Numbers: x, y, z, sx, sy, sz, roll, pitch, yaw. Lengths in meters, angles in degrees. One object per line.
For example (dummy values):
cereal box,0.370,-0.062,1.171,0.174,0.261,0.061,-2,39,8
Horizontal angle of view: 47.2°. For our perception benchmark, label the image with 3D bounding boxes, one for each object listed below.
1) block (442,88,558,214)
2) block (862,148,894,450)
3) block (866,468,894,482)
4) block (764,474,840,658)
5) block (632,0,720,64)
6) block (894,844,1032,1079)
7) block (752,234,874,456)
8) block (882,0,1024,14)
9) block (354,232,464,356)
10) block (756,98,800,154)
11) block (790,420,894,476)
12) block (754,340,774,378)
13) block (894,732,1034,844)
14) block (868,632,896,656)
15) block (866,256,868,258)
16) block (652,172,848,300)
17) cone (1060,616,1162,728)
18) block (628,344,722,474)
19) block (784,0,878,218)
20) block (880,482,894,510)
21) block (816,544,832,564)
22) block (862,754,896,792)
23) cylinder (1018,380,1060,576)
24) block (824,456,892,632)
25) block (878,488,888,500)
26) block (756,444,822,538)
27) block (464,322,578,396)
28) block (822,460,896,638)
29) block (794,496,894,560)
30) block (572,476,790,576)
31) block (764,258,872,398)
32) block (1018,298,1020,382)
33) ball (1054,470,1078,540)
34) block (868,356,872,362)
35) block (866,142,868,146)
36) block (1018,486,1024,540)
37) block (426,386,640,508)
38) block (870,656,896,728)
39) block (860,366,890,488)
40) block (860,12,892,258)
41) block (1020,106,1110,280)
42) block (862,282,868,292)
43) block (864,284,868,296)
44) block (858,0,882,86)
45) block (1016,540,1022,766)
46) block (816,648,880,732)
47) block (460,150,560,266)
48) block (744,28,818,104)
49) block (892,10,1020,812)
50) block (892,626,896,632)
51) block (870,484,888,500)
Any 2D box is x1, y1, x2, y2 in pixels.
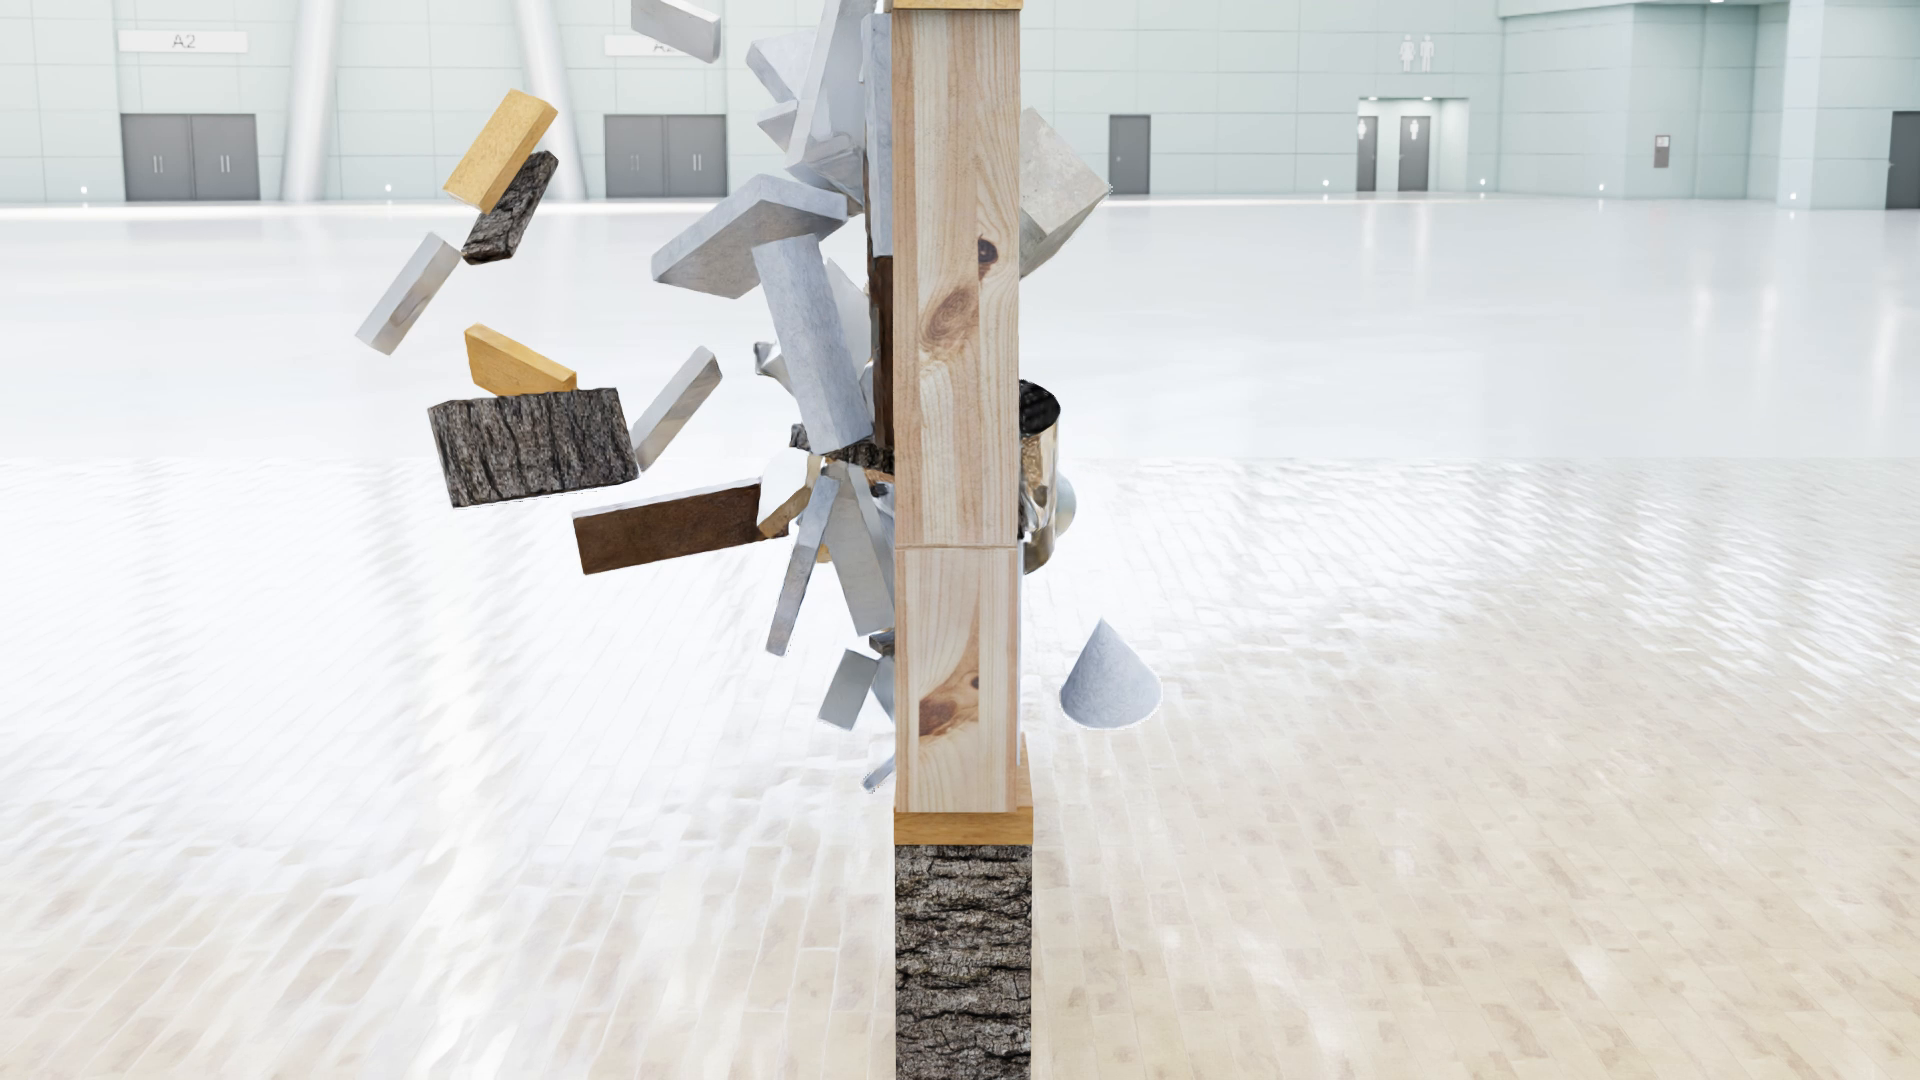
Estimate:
block,-0.738,-0.625,3.529,0.100,0.201,0.028,27,-9,38
block,-0.071,-0.352,3.211,0.120,0.446,0.034,0,-8,-24
block,-0.110,-0.246,3.918,0.028,0.288,0.100,12,3,18
block,-0.247,0.046,3.407,0.034,0.118,0.419,19,-27,-3
block,-0.436,-0.792,3.369,0.150,0.075,0.021,26,49,16
block,0.004,0.553,2.894,0.178,0.356,0.050,0,11,0
block,-0.208,-0.281,3.141,0.043,0.302,0.151,-14,7,18
block,-0.013,-0.671,2.702,0.152,0.043,0.303,-1,12,-4
block,-0.863,-0.385,3.452,0.028,0.201,0.100,36,-1,7
block,-0.239,-0.618,3.394,0.075,0.021,0.150,-11,-33,31
block,-0.125,-0.141,3.285,0.237,0.034,0.118,16,21,33
block,-0.289,-0.289,3.587,0.105,0.053,0.015,9,-19,-42
block,0.004,0.331,2.974,0.178,0.050,0.356,0,11,0
block,-0.078,0.169,3.714,0.139,0.020,0.069,-7,15,-22
block,-0.036,-0.530,3.969,0.146,0.041,0.292,42,41,1
block,-0.317,-0.449,3.283,0.151,0.043,0.302,9,-23,-38
cone,0.221,0.175,3.335,0.156,0.156,0.156,-6,37,5
block,-0.486,-0.219,3.711,0.031,0.218,0.109,35,-13,12
block,-0.162,-0.703,3.344,0.040,0.416,0.141,-15,-35,42
block,-0.104,-0.086,3.961,0.074,0.021,0.149,-19,32,42
block,-0.198,0.015,3.900,0.148,0.021,0.074,-10,-13,17
block,-0.129,0.384,3.617,0.063,0.018,0.125,-41,-4,-12
cylinder,0.032,-0.100,3.499,0.247,0.247,0.247,1,30,0
block,-0.169,-0.059,4.263,0.113,0.567,0.032,-26,18,-26
block,-0.074,-0.073,4.056,0.142,0.040,0.284,-17,13,-24
block,-0.284,-0.099,3.691,0.113,0.032,0.226,-40,22,18
block,-0.710,-0.264,3.574,0.218,0.109,0.031,27,49,25
block,-0.171,0.011,3.690,0.032,0.292,0.113,-18,-1,-42
block,-0.163,-0.013,3.822,0.226,0.113,0.032,34,20,-1
block,-0.484,-0.028,3.824,0.365,0.109,0.031,-11,25,-10
block,-0.218,-0.327,3.617,0.041,0.146,0.295,-31,25,33
block,0.003,0.009,2.808,0.137,0.642,0.039,0,18,0
ball,0.142,-0.066,4.053,0.146,0.146,0.146,0,11,0
block,-0.186,-0.353,4.158,0.113,0.032,0.226,-7,7,-32
block,-0.051,-0.606,3.183,0.120,0.034,0.240,-2,0,-15
block,-0.001,-0.052,2.987,0.161,0.046,0.322,0,11,-1
block,-0.643,-0.145,3.352,0.043,0.151,0.387,-16,-1,31
block,-0.081,0.298,3.682,0.063,0.227,0.018,-37,-12,19
block,-0.117,-0.215,4.084,0.113,0.226,0.032,-11,-4,-26
block,-0.041,-0.518,2.819,0.152,0.303,0.043,-4,3,-18
block,0.091,-0.597,3.907,0.206,0.206,0.206,-41,-4,-42
block,-0.143,-0.449,4.111,0.100,0.200,0.028,-9,54,-41
block,-0.106,-0.470,3.952,0.100,0.028,0.200,16,39,3
block,-0.048,-0.786,3.240,0.141,0.282,0.040,16,-8,-21
block,0.001,0.145,2.944,0.161,0.322,0.046,0,19,0
block,-0.185,0.248,3.655,0.063,0.125,0.018,23,2,-3
block,-0.728,-0.536,3.552,0.100,0.201,0.028,-4,-35,38
block,-0.178,-0.749,3.478,0.292,0.041,0.146,-22,65,-36
block,-0.005,-0.144,2.699,0.152,0.985,0.043,0,11,0
block,-0.075,0.075,4.202,0.142,0.301,0.040,-11,14,-6
block,-0.206,-0.059,3.929,0.148,0.021,0.074,-25,-1,12
